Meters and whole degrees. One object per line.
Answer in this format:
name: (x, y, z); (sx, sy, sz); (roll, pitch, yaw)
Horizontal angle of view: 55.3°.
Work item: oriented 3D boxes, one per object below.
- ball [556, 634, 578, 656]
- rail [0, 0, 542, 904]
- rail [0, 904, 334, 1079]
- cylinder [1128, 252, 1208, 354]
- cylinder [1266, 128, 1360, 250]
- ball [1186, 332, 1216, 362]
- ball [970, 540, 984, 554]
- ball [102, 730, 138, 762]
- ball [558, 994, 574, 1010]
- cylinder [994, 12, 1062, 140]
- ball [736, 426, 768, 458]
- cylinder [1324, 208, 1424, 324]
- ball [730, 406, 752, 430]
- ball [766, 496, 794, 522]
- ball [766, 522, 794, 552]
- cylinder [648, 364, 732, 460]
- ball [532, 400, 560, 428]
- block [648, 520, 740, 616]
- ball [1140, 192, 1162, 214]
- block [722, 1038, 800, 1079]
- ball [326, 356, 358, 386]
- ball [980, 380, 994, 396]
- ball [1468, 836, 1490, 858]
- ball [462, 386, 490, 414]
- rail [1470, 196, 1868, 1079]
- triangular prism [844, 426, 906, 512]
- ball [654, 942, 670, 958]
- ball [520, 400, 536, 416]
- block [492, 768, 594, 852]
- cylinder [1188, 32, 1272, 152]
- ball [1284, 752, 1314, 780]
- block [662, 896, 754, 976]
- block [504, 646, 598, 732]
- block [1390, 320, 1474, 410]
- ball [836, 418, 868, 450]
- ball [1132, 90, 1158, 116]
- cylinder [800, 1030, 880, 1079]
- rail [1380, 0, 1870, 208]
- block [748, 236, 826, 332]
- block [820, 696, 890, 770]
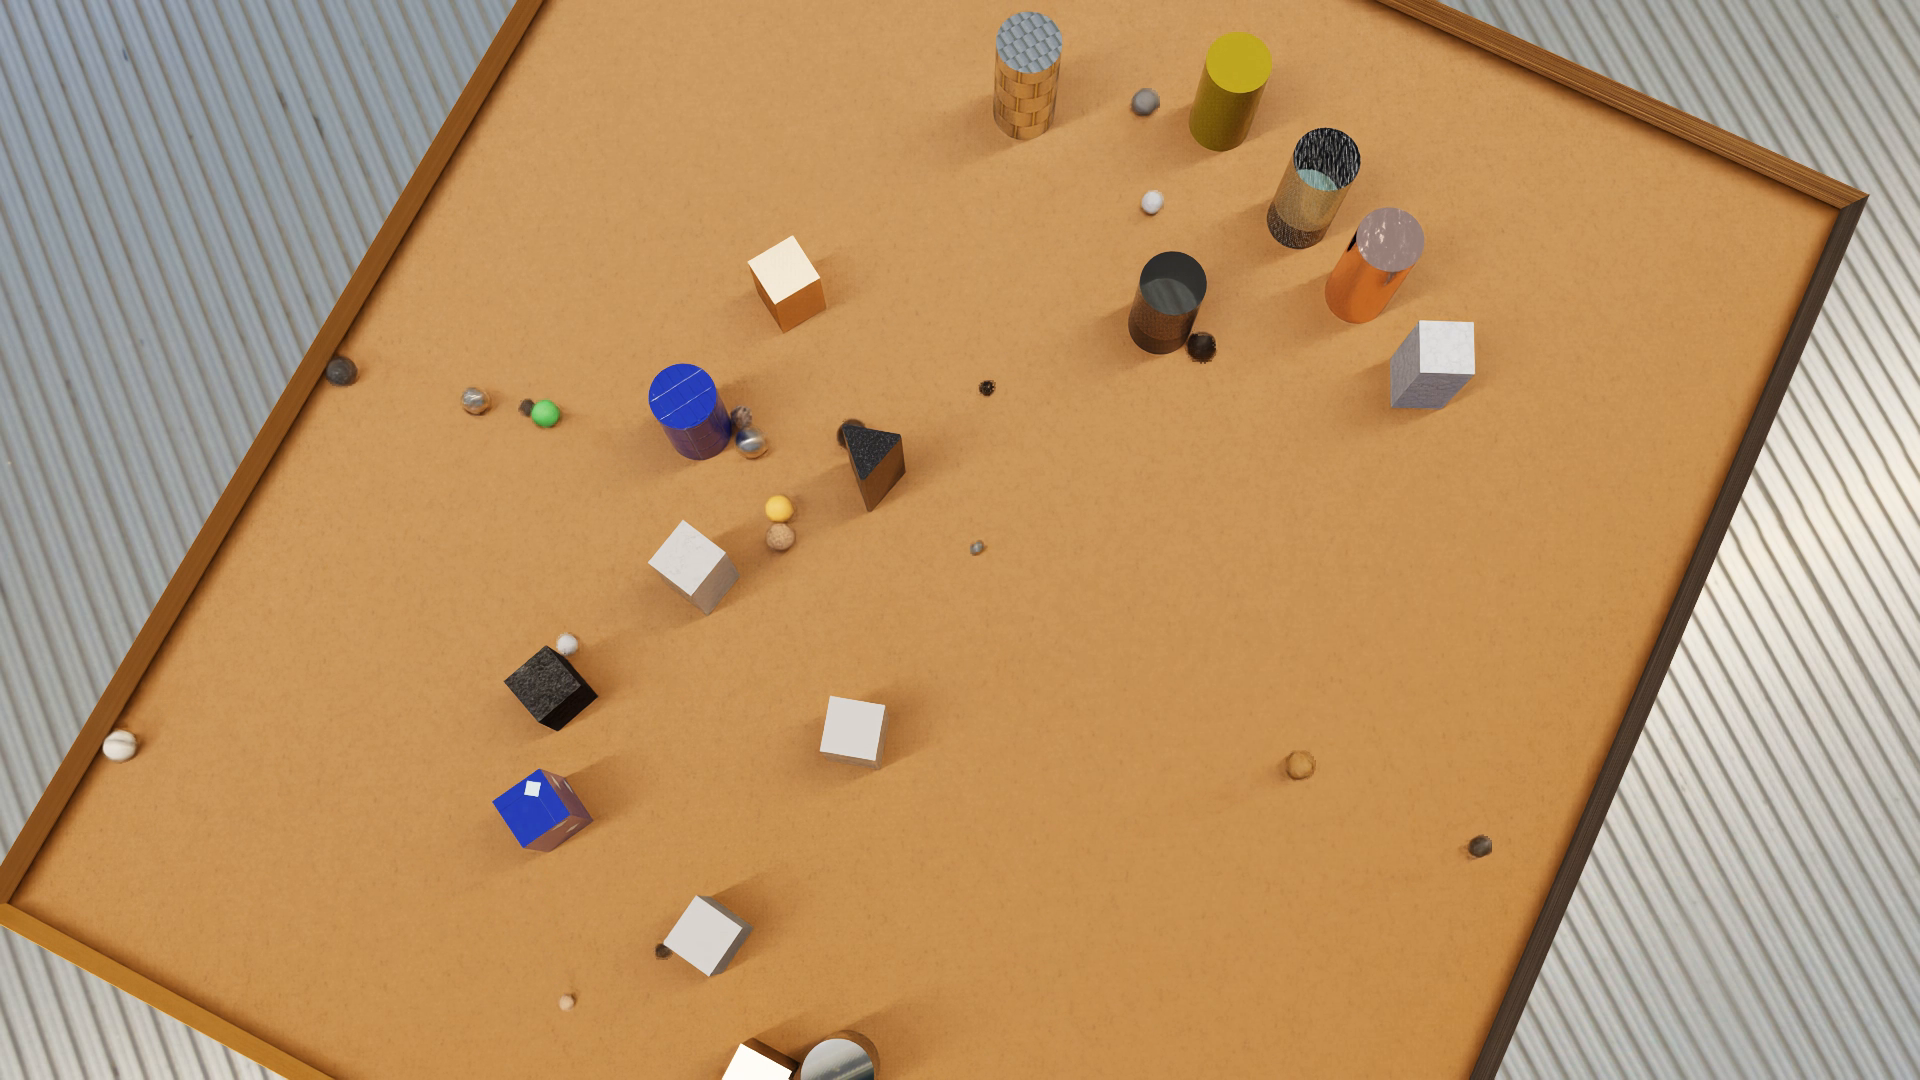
ball: (-1.182, 0.316, 5.519); (0.063, 0.063, 0.063); (0, 78, 0)
rail: (-1.810, -0.879, 5.732); (0.045, 0.129, 4.490); (26, 80, 5)
rail: (-0.993, 1.952, 5.146); (4.094, 0.129, 0.045); (26, 80, 5)
cylinder: (0.627, -0.716, 5.569); (0.198, 0.384, 0.198); (0, 78, 0)
cylinder: (1.074, -1.066, 5.594); (0.198, 0.476, 0.198); (0, 78, 0)
ball: (0.751, -0.603, 5.694); (0.092, 0.092, 0.092); (0, 78, 0)
ball: (0.055, 0.021, 5.591); (0.042, 0.042, 0.042); (0, 78, 0)
ball: (-2.495, 0.611, 5.443); (0.092, 0.092, 0.092); (0, 78, 0)
ball: (-1.142, 1.341, 5.316); (0.045, 0.045, 0.045); (0, 78, 0)
cylinder: (0.206, -1.429, 5.670); (0.198, 0.474, 0.198); (0, 78, 0)
ball: (-0.638, -0.302, 5.629); (0.099, 0.099, 0.099); (0, 78, 0)
cylinder: (1.248, -0.824, 5.546); (0.198, 0.473, 0.198); (0, 78, 0)
ball: (-0.675, -0.378, 5.659); (0.071, 0.071, 0.071); (0, 78, 0)
ball: (-0.550, -0.094, 5.592); (0.086, 0.086, 0.086); (0, 78, 0)
ball: (-0.548, -0.009, 5.574); (0.088, 0.088, 0.088); (0, 78, 0)
cylinder: (-0.806, -0.380, 5.505); (0.198, 0.372, 0.198); (0, 78, 0)
ball: (-1.278, -0.390, 5.655); (0.083, 0.083, 0.083); (0, 78, 0)
block: (-0.781, 0.087, 5.416); (0.158, 0.357, 0.158); (37, 81, 7)
ball: (0.607, -1.068, 5.803); (0.068, 0.068, 0.068); (0, 78, 0)
block: (-0.568, 1.518, 5.153); (0.158, 0.293, 0.158); (27, 80, 5)
ball: (-1.916, -0.525, 5.679); (0.091, 0.091, 0.091); (0, 78, 0)
ball: (0.083, -0.471, 5.691); (0.046, 0.046, 0.046); (0, 78, 0)
ball: (1.529, 0.905, 5.398); (0.062, 0.062, 0.062); (0, 78, 0)
ball: (-1.496, -0.433, 5.664); (0.083, 0.083, 0.083); (0, 78, 0)
rail: (1.810, 0.893, 5.365); (0.045, 0.129, 4.490); (26, 80, 5)
triangular prism: (-0.280, -0.239, 5.451); (0.148, 0.422, 0.171); (40, 81, 8)
ball: (-0.868, 1.198, 5.346); (0.045, 0.045, 0.045); (0, 78, 0)
ball: (-1.338, -0.410, 5.676); (0.049, 0.049, 0.049); (0, 78, 0)
block: (-1.198, 0.783, 5.283); (0.158, 0.336, 0.158); (-35, 80, -7)
cylinder: (0.835, -1.385, 5.687); (0.198, 0.425, 0.198); (0, 78, 0)
ball: (1.006, 0.669, 5.435); (0.084, 0.084, 0.084); (0, 78, 0)
block: (-0.715, 1.128, 5.231); (0.158, 0.297, 0.158); (34, 80, 7)
block: (-1.200, 0.439, 5.392); (0.158, 0.262, 0.158); (-41, 81, -8)
block: (1.422, -0.525, 5.534); (0.158, 0.374, 0.158); (2, 78, 0)
ball: (-0.330, -0.322, 5.633); (0.099, 0.099, 0.099); (0, 78, 0)
ball: (0.590, -1.399, 5.864); (0.083, 0.083, 0.083); (0, 78, 0)
cylinder: (-0.329, 1.480, 5.109); (0.198, 0.393, 0.198); (0, 78, 0)
rail: (0.993, -1.939, 5.951); (4.094, 0.129, 0.045); (26, 80, 5)
block: (-0.529, -0.782, 5.635); (0.158, 0.281, 0.158); (-32, 80, -6)
block: (-0.304, 0.564, 5.335); (0.158, 0.323, 0.158); (10, 78, 2)
